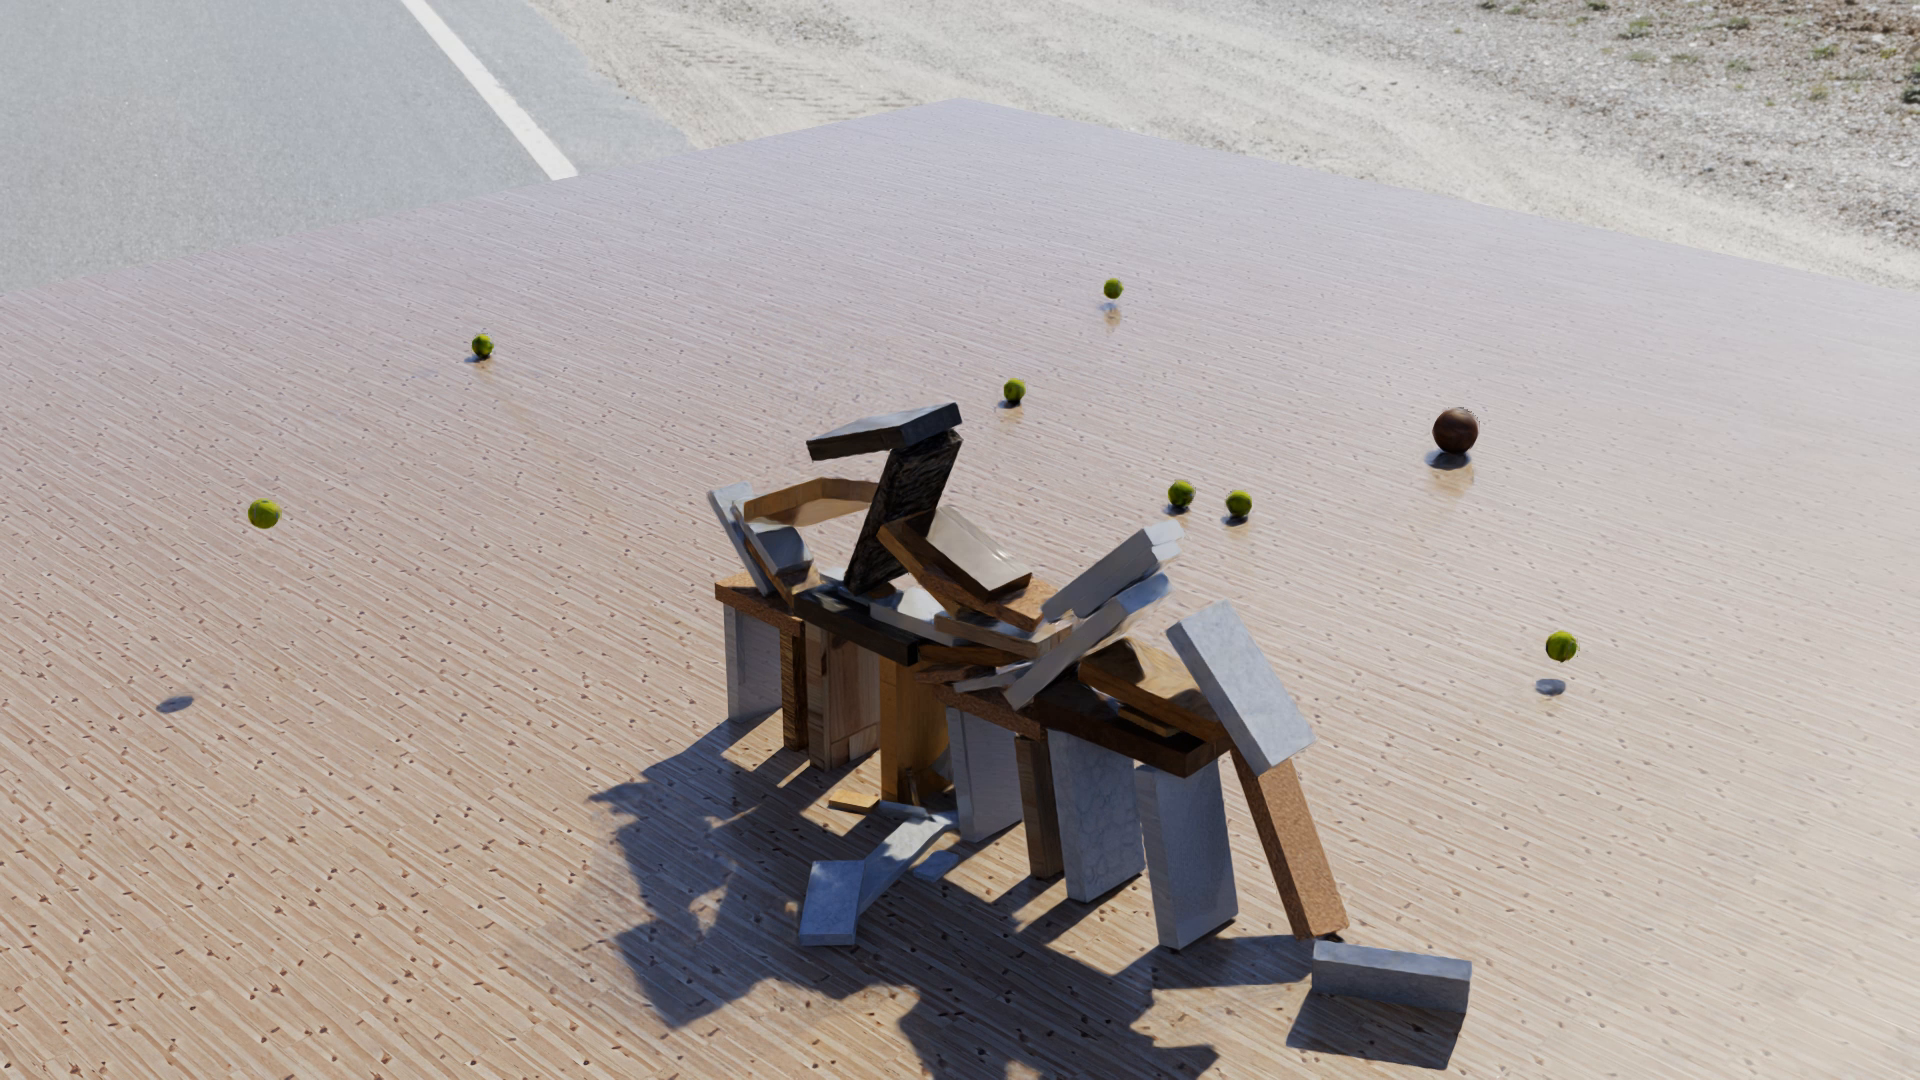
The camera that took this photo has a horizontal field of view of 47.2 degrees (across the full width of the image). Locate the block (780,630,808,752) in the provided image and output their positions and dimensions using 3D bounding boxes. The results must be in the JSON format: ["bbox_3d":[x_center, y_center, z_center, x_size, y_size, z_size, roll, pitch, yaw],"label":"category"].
[{"bbox_3d":[-0.315,0.301,4.696,0.039,0.278,0.139,21,31,41],"label":"block"}]

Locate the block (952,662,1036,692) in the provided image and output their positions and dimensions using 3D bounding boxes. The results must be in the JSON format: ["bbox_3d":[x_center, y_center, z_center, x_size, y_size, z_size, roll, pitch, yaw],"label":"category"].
[{"bbox_3d":[0.068,0.262,4.198,0.150,0.021,0.075,-12,6,38],"label":"block"}]

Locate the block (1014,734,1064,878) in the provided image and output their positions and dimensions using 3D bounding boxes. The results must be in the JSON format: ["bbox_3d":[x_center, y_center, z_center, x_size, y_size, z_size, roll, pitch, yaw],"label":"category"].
[{"bbox_3d":[0.183,0.492,4.235,0.142,0.283,0.040,-21,21,-41],"label":"block"}]

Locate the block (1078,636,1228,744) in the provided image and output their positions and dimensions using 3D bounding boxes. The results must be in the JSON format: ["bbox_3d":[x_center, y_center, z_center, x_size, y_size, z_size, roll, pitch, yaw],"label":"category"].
[{"bbox_3d":[0.375,0.266,3.947,0.297,0.042,0.148,24,30,34],"label":"block"}]

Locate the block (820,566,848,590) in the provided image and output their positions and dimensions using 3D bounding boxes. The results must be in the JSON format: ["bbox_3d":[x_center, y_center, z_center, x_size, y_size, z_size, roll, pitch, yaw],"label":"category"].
[{"bbox_3d":[-0.234,0.081,4.530,0.102,0.014,0.051,19,30,38],"label":"block"}]

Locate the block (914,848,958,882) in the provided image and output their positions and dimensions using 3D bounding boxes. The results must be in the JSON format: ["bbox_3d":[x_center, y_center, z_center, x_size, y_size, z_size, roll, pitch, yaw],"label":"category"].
[{"bbox_3d":[-0.046,0.630,4.258,0.047,0.013,0.094,13,26,28],"label":"block"}]

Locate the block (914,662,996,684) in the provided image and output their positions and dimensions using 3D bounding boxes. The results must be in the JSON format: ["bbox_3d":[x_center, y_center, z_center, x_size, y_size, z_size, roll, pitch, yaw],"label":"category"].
[{"bbox_3d":[-0.012,0.254,4.258,0.150,0.021,0.075,-8,8,46],"label":"block"}]

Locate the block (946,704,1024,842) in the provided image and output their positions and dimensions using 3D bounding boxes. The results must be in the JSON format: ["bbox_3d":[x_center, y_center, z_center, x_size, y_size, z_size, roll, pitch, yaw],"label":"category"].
[{"bbox_3d":[0.051,0.440,4.356,0.142,0.283,0.040,-21,22,-41],"label":"block"}]

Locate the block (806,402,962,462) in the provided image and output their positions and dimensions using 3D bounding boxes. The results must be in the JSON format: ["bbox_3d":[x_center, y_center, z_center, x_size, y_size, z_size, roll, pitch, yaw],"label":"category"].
[{"bbox_3d":[-0.150,-0.209,4.272,0.150,0.042,0.300,-25,13,-38],"label":"block"}]

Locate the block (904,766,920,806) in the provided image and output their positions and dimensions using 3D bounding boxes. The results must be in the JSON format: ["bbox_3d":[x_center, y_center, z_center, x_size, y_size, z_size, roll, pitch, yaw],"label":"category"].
[{"bbox_3d":[-0.094,0.510,4.438,0.013,0.094,0.047,-13,24,-5],"label":"block"}]

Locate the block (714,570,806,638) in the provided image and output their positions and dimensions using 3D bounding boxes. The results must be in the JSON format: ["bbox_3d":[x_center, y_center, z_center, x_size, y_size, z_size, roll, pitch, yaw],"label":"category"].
[{"bbox_3d":[-0.381,0.129,4.695,0.278,0.039,0.139,21,31,41],"label":"block"}]

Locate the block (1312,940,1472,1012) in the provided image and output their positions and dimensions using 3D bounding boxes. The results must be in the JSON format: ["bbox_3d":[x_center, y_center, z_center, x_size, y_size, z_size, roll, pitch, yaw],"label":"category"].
[{"bbox_3d":[0.747,0.756,3.809,0.266,0.133,0.038,6,56,13],"label":"block"}]

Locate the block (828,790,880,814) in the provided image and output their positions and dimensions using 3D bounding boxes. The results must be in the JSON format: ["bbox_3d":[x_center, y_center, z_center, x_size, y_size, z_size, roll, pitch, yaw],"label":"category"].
[{"bbox_3d":[-0.215,0.533,4.487,0.094,0.013,0.047,8,24,19],"label":"block"}]

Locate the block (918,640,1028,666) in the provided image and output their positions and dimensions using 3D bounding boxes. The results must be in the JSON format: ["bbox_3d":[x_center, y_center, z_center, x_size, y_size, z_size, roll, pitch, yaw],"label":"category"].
[{"bbox_3d":[0.043,0.208,4.268,0.119,0.034,0.238,-18,12,-41],"label":"block"}]

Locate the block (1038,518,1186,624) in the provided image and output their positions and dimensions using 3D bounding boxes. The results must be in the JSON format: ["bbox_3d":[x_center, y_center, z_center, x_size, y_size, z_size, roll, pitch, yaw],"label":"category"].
[{"bbox_3d":[0.278,0.057,4.010,0.038,0.266,0.133,58,31,11],"label":"block"}]

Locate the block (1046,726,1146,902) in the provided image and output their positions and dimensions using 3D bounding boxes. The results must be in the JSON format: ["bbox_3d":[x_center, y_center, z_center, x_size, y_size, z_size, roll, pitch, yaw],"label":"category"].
[{"bbox_3d":[0.259,0.492,4.158,0.171,0.343,0.049,-22,21,-41],"label":"block"}]

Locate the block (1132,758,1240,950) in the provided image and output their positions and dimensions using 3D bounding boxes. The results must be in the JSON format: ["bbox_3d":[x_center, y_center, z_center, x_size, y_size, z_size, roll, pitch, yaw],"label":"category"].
[{"bbox_3d":[0.415,0.553,4.017,0.171,0.343,0.049,-21,18,-40],"label":"block"}]

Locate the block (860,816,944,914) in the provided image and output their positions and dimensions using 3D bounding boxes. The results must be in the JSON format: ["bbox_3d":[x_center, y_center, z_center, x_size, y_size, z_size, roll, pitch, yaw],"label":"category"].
[{"bbox_3d":[-0.150,0.632,4.243,0.075,0.021,0.364,12,26,25],"label":"block"}]

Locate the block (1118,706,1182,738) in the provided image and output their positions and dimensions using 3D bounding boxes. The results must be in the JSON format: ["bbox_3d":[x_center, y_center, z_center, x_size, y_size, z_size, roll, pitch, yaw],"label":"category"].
[{"bbox_3d":[0.350,0.321,3.974,0.058,0.017,0.117,-20,30,-39],"label":"block"}]

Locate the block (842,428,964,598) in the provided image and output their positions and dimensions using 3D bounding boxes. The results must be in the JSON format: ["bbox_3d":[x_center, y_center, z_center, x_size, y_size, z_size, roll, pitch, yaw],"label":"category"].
[{"bbox_3d":[-0.116,-0.054,4.337,0.150,0.401,0.042,-25,62,-36],"label":"block"}]

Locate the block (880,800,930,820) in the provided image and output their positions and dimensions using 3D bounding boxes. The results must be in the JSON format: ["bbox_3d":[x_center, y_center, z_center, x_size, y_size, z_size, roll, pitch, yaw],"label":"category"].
[{"bbox_3d":[-0.111,0.546,4.413,0.096,0.048,0.014,8,60,17],"label":"block"}]

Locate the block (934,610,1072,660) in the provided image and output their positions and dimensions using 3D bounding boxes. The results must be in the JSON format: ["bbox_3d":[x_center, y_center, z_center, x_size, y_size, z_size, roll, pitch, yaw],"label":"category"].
[{"bbox_3d":[0.083,0.166,4.198,0.238,0.034,0.119,15,24,34],"label":"block"}]

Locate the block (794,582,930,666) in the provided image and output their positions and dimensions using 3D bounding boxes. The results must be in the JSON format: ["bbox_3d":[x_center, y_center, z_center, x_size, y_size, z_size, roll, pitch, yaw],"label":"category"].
[{"bbox_3d":[-0.163,0.158,4.466,0.337,0.048,0.168,21,31,41],"label":"block"}]

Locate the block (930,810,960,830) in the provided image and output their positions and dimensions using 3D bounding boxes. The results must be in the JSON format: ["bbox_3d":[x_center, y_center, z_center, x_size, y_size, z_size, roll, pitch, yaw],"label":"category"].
[{"bbox_3d":[-0.006,0.560,4.423,0.096,0.014,0.048,-9,25,-20],"label":"block"}]

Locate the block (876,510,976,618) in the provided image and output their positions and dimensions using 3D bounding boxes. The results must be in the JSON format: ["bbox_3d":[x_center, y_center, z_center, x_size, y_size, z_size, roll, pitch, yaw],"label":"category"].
[{"bbox_3d":[-0.041,0.046,4.266,0.119,0.034,0.238,-20,57,-44],"label":"block"}]

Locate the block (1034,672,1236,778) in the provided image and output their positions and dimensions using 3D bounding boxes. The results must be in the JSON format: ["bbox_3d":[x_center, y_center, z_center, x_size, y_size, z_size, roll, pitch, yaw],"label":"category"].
[{"bbox_3d":[0.322,0.330,4.036,0.343,0.049,0.171,19,29,36],"label":"block"}]

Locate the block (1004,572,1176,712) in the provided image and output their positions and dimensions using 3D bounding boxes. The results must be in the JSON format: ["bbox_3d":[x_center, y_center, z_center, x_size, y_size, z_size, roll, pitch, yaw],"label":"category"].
[{"bbox_3d":[0.236,0.189,4.051,0.148,0.365,0.042,-24,75,-46],"label":"block"}]

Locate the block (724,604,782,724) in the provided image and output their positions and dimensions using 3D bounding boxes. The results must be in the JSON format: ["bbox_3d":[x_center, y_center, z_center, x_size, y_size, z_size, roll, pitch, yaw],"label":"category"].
[{"bbox_3d":[-0.446,0.249,4.817,0.039,0.278,0.139,21,31,41],"label":"block"}]

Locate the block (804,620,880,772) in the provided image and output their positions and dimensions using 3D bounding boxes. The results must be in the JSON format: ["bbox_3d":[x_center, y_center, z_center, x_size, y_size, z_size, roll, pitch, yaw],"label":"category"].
[{"bbox_3d":[-0.241,0.304,4.614,0.168,0.337,0.048,-21,31,-41],"label":"block"}]

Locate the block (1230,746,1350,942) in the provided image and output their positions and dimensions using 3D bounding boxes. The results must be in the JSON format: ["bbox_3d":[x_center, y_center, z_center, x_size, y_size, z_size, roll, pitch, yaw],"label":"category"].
[{"bbox_3d":[0.590,0.499,4.053,0.038,0.471,0.133,-29,-18,36],"label":"block"}]

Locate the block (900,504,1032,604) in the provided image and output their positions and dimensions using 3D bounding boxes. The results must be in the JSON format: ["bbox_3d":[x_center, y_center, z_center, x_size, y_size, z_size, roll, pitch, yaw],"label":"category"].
[{"bbox_3d":[0.011,0.025,4.195,0.119,0.034,0.239,-23,50,-40],"label":"block"}]

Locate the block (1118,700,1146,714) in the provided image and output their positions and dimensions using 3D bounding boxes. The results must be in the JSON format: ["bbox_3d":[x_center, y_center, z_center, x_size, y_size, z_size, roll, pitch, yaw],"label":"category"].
[{"bbox_3d":[0.350,0.296,3.991,0.117,0.017,0.058,19,30,37],"label":"block"}]

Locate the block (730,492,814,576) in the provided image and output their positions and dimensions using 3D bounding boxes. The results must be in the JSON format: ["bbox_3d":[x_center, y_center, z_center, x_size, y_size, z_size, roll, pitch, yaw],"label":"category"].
[{"bbox_3d":[-0.399,-0.013,4.661,0.095,0.027,0.191,-17,60,-37],"label":"block"}]

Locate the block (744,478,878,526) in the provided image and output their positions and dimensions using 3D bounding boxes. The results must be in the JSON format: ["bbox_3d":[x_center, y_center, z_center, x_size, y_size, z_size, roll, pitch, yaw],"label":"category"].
[{"bbox_3d":[-0.304,-0.077,4.532,0.150,0.042,0.300,4,-11,-36],"label":"block"}]

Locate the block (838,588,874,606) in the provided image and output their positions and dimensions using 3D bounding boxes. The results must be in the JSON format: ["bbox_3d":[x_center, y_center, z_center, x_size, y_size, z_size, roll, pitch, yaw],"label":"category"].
[{"bbox_3d":[-0.195,0.111,4.496,0.102,0.014,0.051,20,30,38],"label":"block"}]

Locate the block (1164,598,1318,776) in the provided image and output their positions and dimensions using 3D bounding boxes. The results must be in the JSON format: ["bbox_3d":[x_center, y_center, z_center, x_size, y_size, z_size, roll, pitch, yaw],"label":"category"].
[{"bbox_3d":[0.493,0.256,3.857,0.148,0.042,0.297,-21,76,-46],"label":"block"}]

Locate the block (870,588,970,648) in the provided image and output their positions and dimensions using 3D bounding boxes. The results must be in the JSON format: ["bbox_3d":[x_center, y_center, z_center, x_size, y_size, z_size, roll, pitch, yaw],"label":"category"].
[{"bbox_3d":[-0.054,0.151,4.346,0.119,0.034,0.238,-18,25,-41],"label":"block"}]

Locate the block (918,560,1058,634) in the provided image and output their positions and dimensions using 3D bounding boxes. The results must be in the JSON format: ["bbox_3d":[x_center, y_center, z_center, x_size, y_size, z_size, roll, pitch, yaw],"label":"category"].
[{"bbox_3d":[0.055,0.088,4.184,0.239,0.034,0.119,23,36,12],"label":"block"}]

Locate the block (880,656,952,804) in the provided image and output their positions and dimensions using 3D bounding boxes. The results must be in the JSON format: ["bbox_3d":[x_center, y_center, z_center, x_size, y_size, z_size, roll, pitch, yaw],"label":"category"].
[{"bbox_3d":[-0.085,0.365,4.470,0.048,0.337,0.168,21,31,40],"label":"block"}]

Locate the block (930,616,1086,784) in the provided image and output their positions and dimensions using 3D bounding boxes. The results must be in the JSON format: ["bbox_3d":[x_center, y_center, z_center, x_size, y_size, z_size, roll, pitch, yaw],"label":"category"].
[{"bbox_3d":[0.106,0.320,4.520,0.028,0.434,0.099,36,-3,41],"label":"block"}]

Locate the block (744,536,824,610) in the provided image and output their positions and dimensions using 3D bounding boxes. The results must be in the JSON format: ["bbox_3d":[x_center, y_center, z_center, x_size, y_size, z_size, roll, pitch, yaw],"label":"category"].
[{"bbox_3d":[-0.365,0.057,4.655,0.095,0.027,0.191,-20,62,-38],"label":"block"}]

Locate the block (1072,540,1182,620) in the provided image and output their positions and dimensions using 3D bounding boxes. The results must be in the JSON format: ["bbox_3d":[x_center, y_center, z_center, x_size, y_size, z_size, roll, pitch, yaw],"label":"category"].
[{"bbox_3d":[0.300,0.072,3.956,0.028,0.199,0.099,57,31,10],"label":"block"}]

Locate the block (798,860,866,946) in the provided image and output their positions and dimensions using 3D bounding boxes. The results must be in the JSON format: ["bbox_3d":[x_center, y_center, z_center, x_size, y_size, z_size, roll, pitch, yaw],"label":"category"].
[{"bbox_3d":[-0.236,0.673,4.084,0.099,0.028,0.199,-2,33,7],"label":"block"}]

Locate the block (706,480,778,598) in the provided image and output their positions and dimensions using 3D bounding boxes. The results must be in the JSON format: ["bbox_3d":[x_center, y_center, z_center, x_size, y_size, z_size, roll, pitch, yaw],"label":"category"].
[{"bbox_3d":[-0.438,-0.003,4.707,0.095,0.027,0.258,-20,72,-38],"label":"block"}]

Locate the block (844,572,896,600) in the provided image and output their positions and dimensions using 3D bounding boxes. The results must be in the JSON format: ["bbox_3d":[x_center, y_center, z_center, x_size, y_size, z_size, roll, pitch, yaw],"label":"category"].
[{"bbox_3d":[-0.183,0.085,4.489,0.051,0.014,0.102,-21,44,-38],"label":"block"}]

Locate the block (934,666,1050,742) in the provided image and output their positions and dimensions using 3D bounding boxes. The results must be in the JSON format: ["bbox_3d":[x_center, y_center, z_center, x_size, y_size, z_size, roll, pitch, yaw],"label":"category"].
[{"bbox_3d":[0.100,0.307,4.246,0.283,0.040,0.142,19,29,42],"label":"block"}]
